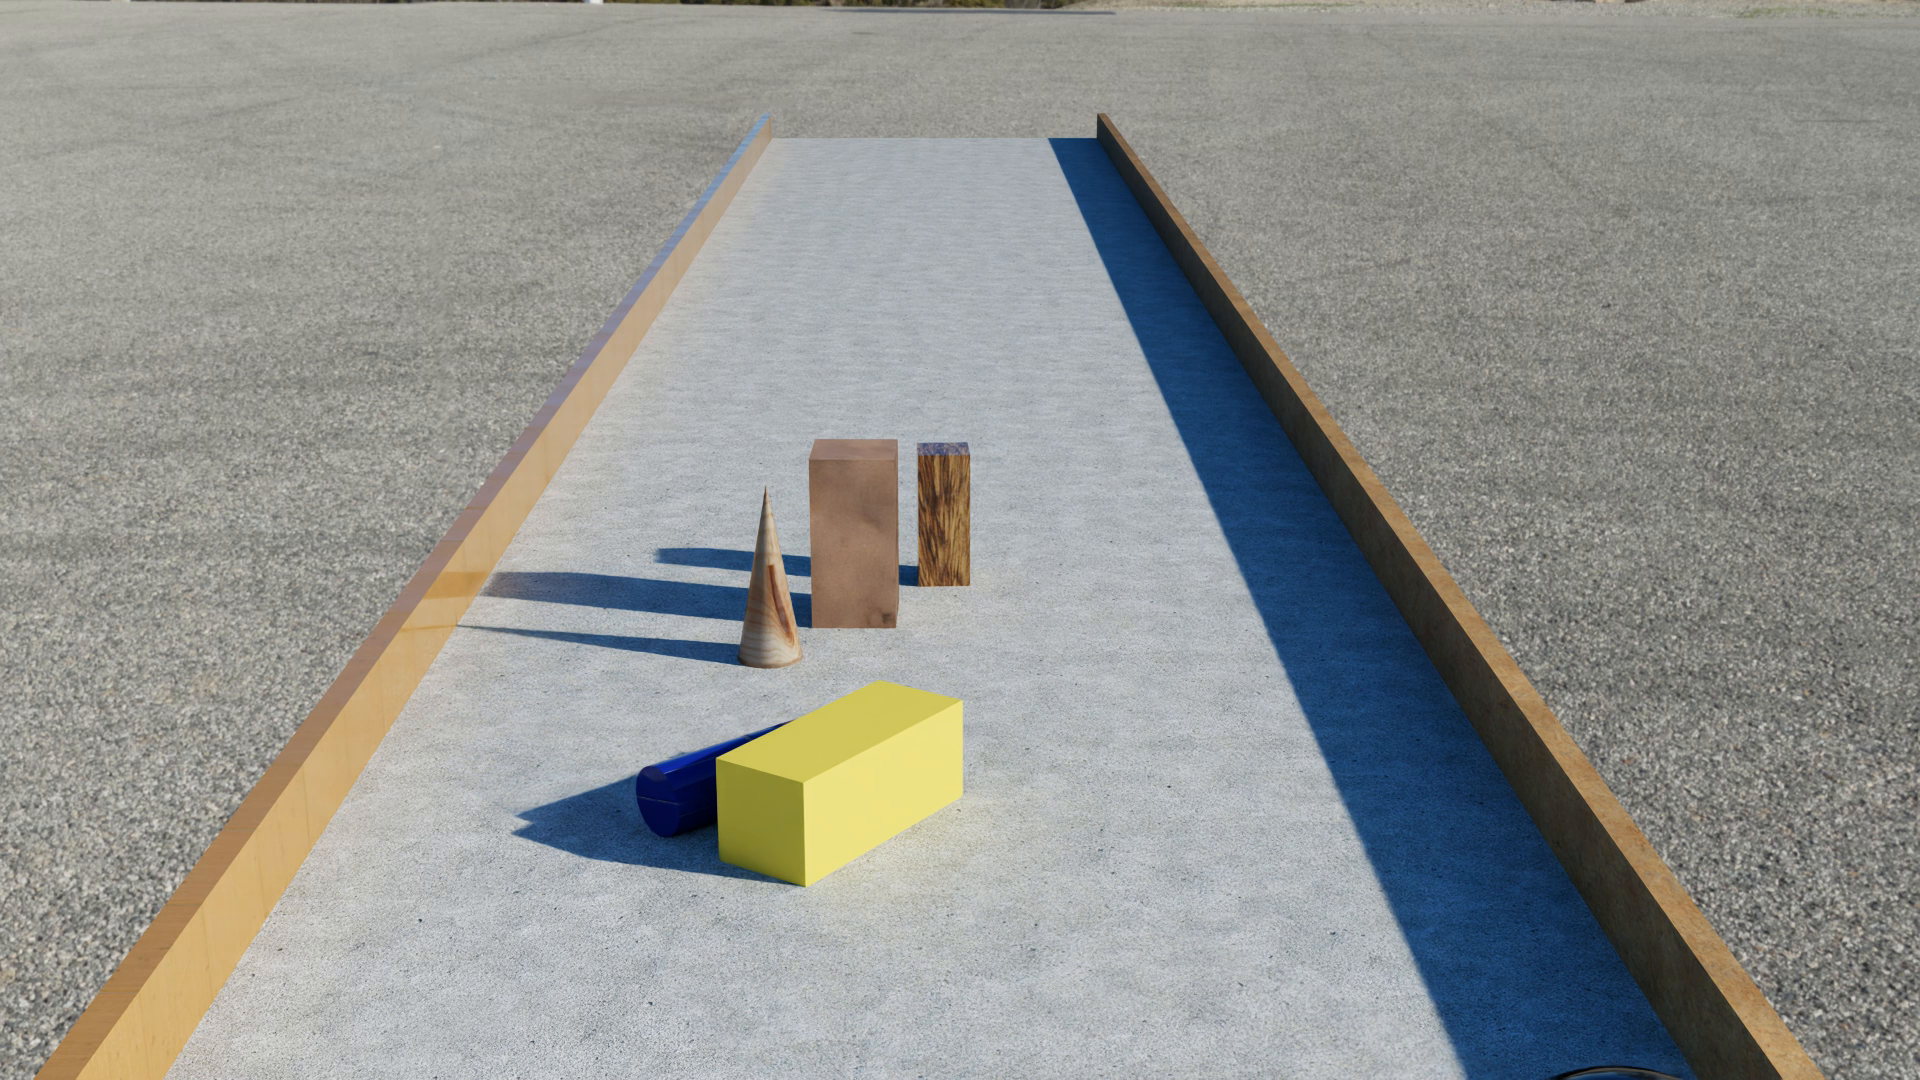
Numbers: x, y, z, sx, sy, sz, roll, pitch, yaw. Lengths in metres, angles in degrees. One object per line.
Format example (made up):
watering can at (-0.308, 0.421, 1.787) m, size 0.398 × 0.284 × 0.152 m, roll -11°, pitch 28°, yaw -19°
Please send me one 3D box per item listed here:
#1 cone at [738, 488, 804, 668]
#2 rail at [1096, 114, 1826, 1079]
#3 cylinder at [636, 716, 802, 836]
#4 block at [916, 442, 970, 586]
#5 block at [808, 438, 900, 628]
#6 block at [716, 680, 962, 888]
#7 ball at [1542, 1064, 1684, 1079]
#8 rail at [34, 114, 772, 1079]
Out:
cone at (-0.382, 0.062, 4.378) m, size 0.132 × 0.365 × 0.132 m, roll 0°, pitch 17°, yaw 0°
rail at (0.932, -0.844, 7.801) m, size 0.050 × 0.150 × 12.000 m, roll 0°, pitch 17°, yaw -1°
cylinder at (-0.349, 0.387, 3.712) m, size 0.396 × 0.120 × 0.120 m, roll -15°, pitch 22°, yaw -41°
block at (-0.038, -0.057, 4.892) m, size 0.114 × 0.300 × 0.114 m, roll -1°, pitch 17°, yaw -3°
block at (-0.221, -0.015, 4.637) m, size 0.176 × 0.364 × 0.176 m, roll 0°, pitch 17°, yaw 1°
block at (-0.190, 0.391, 3.606) m, size 0.176 × 0.176 × 0.432 m, roll 11°, pitch 20°, yaw 33°
ball at (0.667, 0.711, 2.210) m, size 0.357 × 0.357 × 0.357 m, roll 0°, pitch 17°, yaw 0°
rail at (-1.118, -0.838, 7.780) m, size 0.050 × 0.150 × 12.000 m, roll 0°, pitch 17°, yaw -1°
